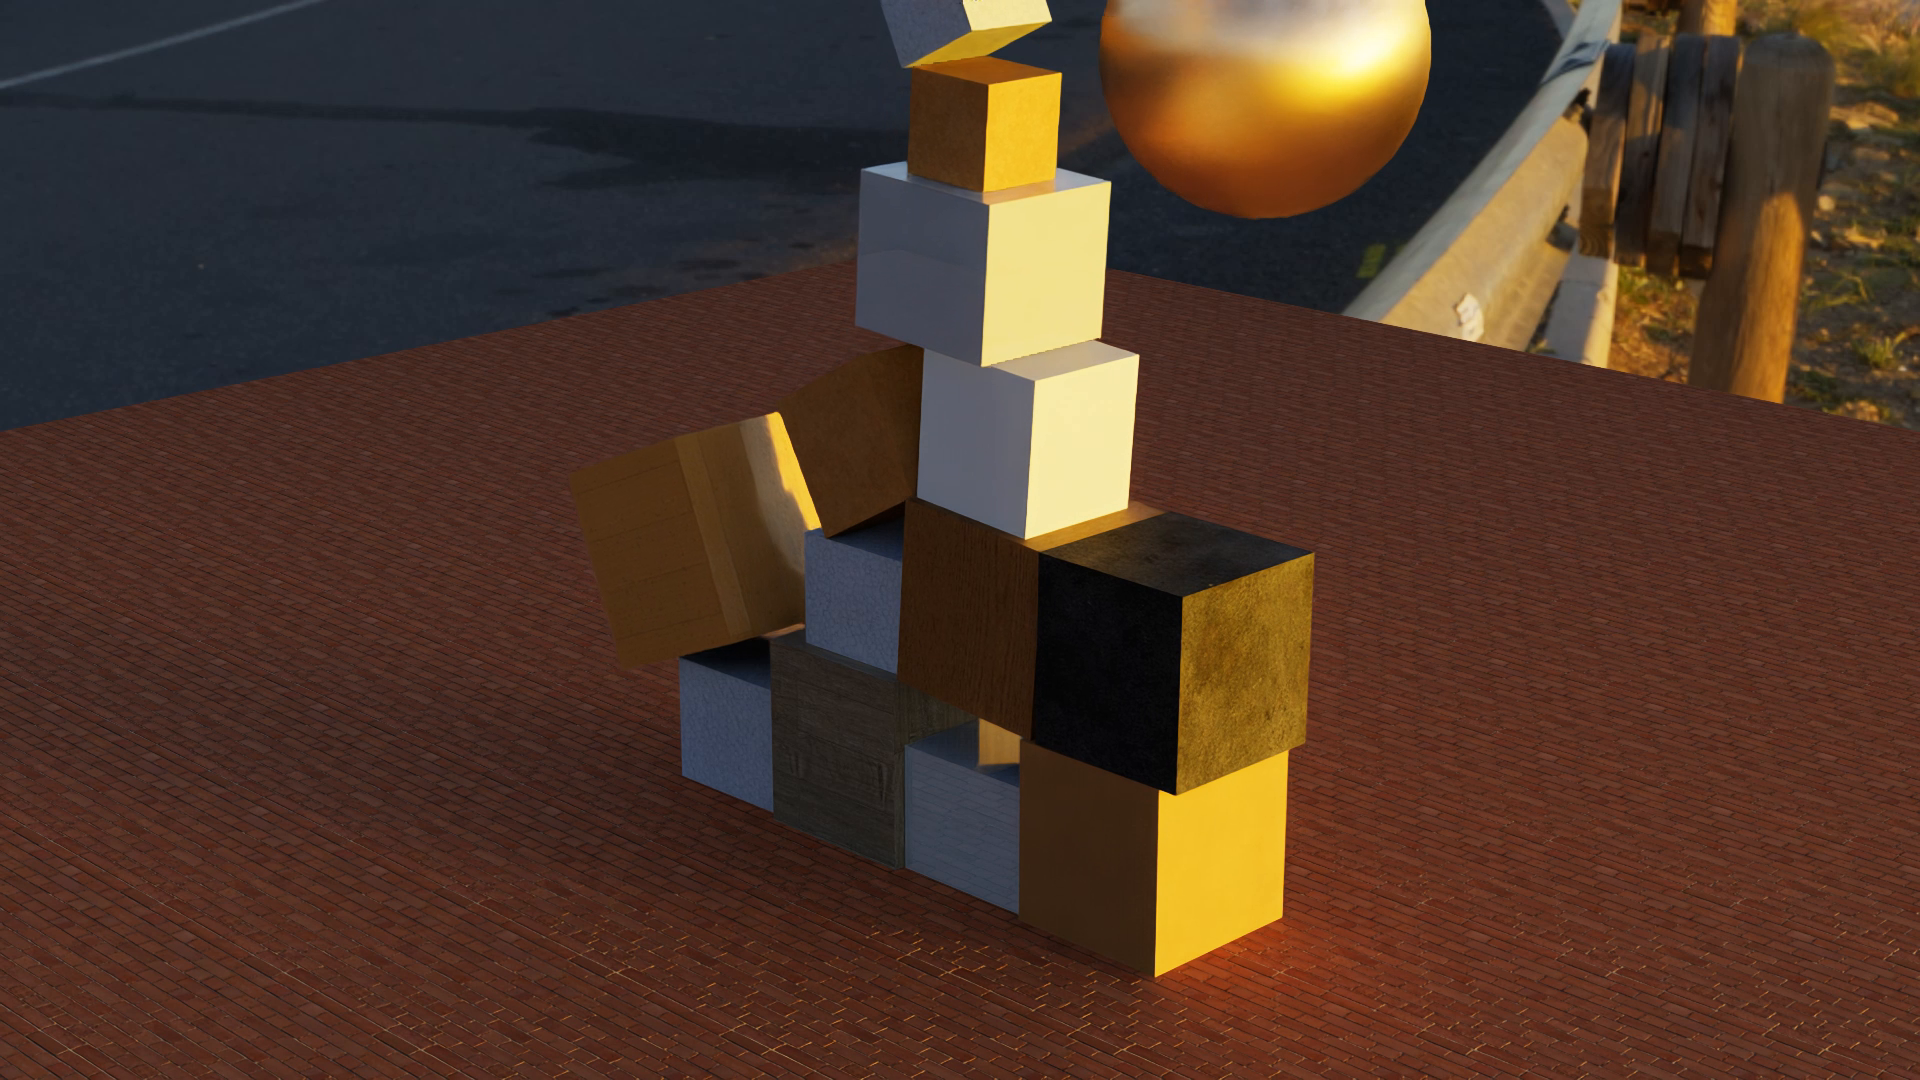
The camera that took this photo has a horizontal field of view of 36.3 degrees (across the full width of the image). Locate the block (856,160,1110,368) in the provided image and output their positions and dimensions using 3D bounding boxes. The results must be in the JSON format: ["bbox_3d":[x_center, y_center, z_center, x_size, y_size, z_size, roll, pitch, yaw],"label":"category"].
[{"bbox_3d":[0.096,-1.251,12.831,0.784,0.704,0.751,21,27,41],"label":"block"}]

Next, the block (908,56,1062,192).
[{"bbox_3d":[0.104,-1.794,12.618,0.449,0.462,0.460,20,26,39],"label":"block"}]

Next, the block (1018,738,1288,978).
[{"bbox_3d":[0.845,1.271,12.870,0.853,0.858,0.803,-17,24,-42],"label":"block"}]

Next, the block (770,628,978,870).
[{"bbox_3d":[-0.303,0.906,13.929,0.833,0.919,0.841,-17,24,-42],"label":"block"}]

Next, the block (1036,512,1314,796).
[{"bbox_3d":[0.914,0.465,12.541,0.850,0.869,0.804,-17,25,-42],"label":"block"}]

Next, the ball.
[{"bbox_3d":[1.467,-2.348,14.141,1.600,1.600,1.600,0,17,0],"label":"ball"}]

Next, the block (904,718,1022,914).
[{"bbox_3d":[0.291,1.221,13.448,0.774,0.606,0.760,-17,24,-42],"label":"block"}]

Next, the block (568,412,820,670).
[{"bbox_3d":[-1.178,-0.018,14.568,0.941,1.016,0.944,-17,1,-41],"label":"block"}]

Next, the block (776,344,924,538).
[{"bbox_3d":[-0.280,-0.488,13.503,0.707,0.675,0.657,-17,-5,-42],"label":"block"}]

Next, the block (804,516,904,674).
[{"bbox_3d":[-0.245,0.218,13.678,0.686,0.544,0.664,-17,24,-42],"label":"block"}]

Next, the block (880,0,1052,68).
[{"bbox_3d":[0.001,-2.338,12.554,0.504,0.463,0.453,-17,-2,-45],"label":"block"}]

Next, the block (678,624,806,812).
[{"bbox_3d":[-0.857,0.871,14.526,0.736,0.629,0.755,16,24,42],"label":"block"}]

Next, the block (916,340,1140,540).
[{"bbox_3d":[0.294,-0.497,12.866,0.666,0.710,0.655,22,27,40],"label":"block"}]

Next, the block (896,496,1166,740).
[{"bbox_3d":[0.321,0.258,13.111,0.816,0.871,0.839,-17,28,-42],"label":"block"}]
